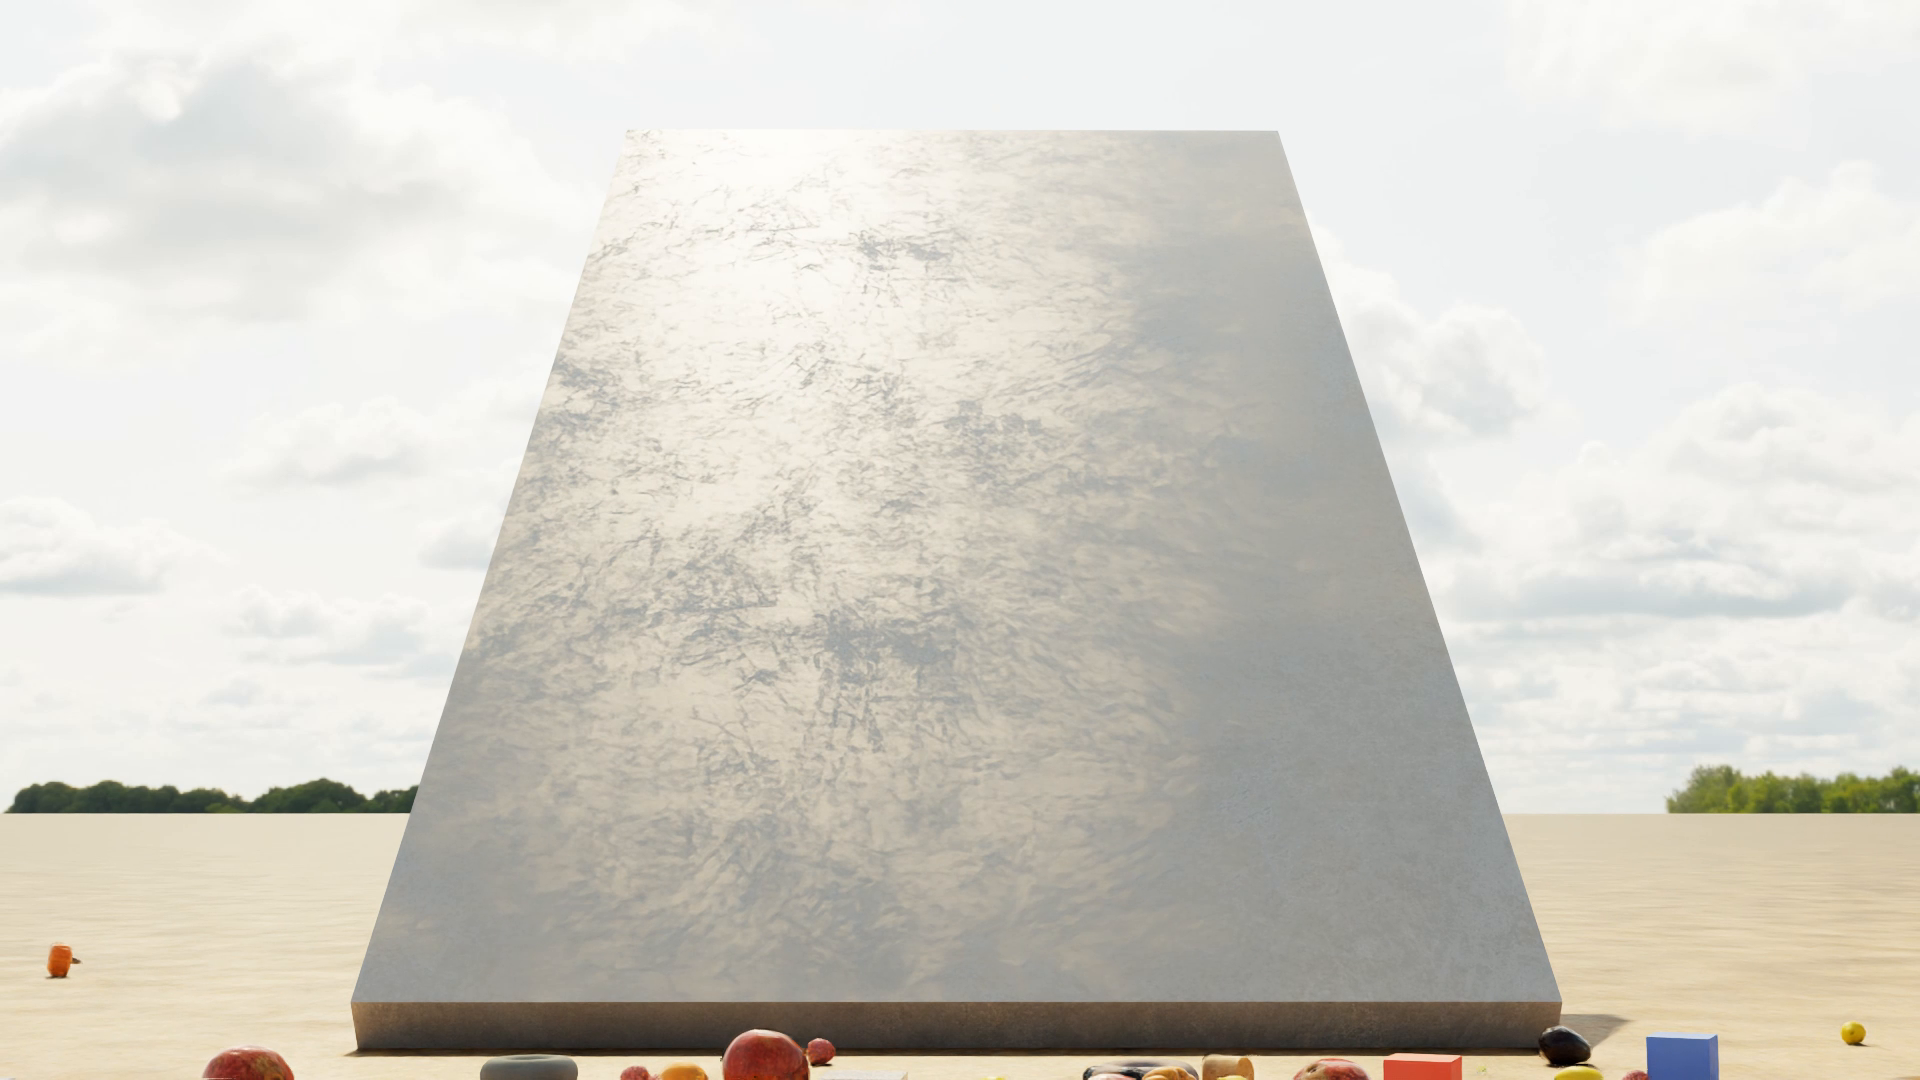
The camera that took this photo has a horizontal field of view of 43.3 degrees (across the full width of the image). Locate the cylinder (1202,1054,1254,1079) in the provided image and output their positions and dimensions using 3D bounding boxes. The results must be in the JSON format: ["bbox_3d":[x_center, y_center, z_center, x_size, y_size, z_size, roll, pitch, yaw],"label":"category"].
[{"bbox_3d":[0.375,0.749,3.391,0.053,0.053,0.053,-5,-8,37],"label":"cylinder"}]

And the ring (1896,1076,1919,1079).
[{"bbox_3d":[1.286,0.733,3.196,0.130,0.043,0.130,-1,-7,0],"label":"ring"}]

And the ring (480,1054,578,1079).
[{"bbox_3d":[-0.612,0.759,3.442,0.139,0.046,0.139,-1,-8,0],"label":"ring"}]

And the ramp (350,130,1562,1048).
[{"bbox_3d":[-0.013,-0.206,5.745,2.000,0.100,4.000,0,30,0],"label":"ramp"}]

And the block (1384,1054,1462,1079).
[{"bbox_3d":[0.585,0.697,3.059,0.085,0.085,0.085,-2,-7,20],"label":"block"}]

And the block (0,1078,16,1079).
[{"bbox_3d":[-1.179,0.682,2.884,0.075,0.075,0.075,0,-6,0],"label":"block"}]

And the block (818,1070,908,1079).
[{"bbox_3d":[-0.111,0.663,2.786,0.093,0.093,0.093,0,-6,4],"label":"block"}]

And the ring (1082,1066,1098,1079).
[{"bbox_3d":[0.222,0.765,3.442,0.098,0.033,0.098,0,-9,0],"label":"ring"}]

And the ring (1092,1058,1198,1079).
[{"bbox_3d":[0.254,0.744,3.329,0.150,0.050,0.150,-1,-6,0],"label":"ring"}]

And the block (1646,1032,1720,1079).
[{"bbox_3d":[1.005,0.731,3.367,0.084,0.084,0.084,-3,-7,25],"label":"block"}]
